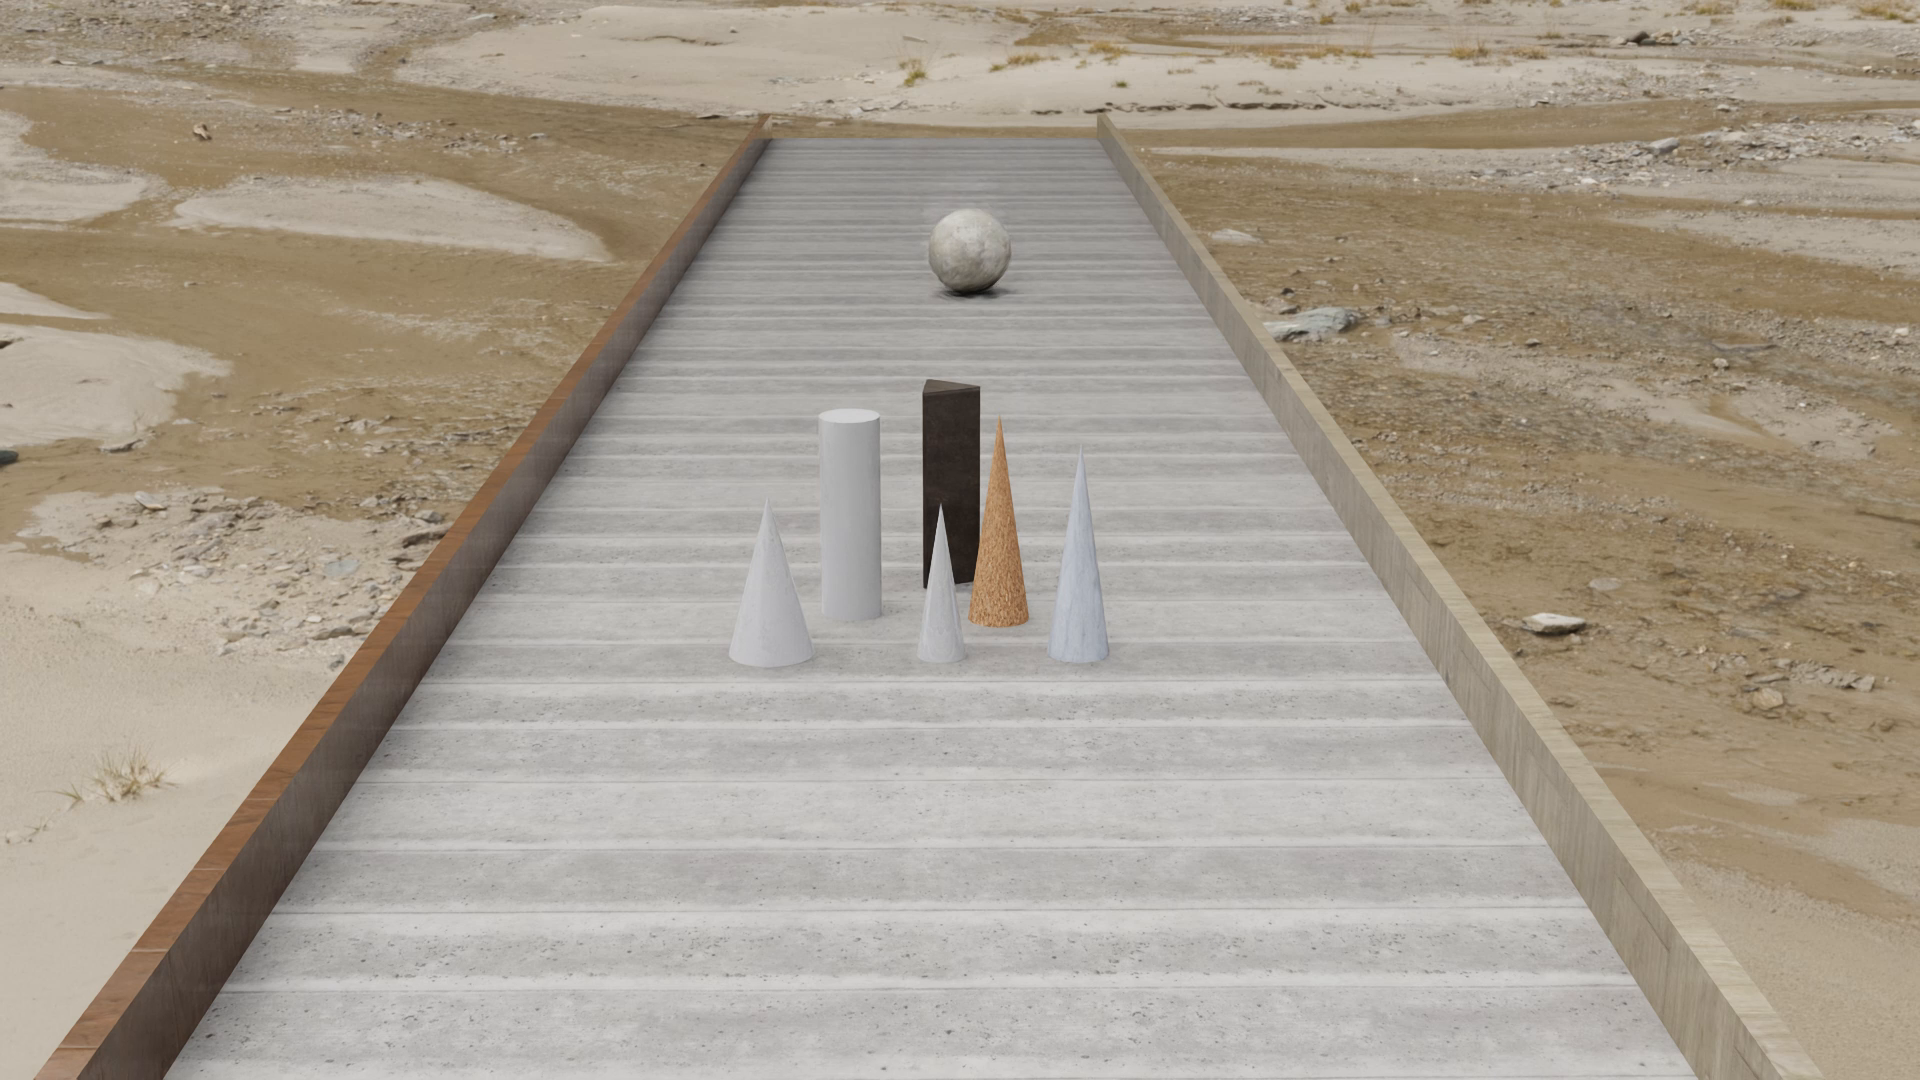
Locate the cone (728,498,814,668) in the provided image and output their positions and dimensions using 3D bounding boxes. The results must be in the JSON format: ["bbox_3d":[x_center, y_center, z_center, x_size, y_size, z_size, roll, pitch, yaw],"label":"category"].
[{"bbox_3d":[-0.381,0.069,4.412,0.175,0.332,0.175,0,17,0],"label":"cone"}]

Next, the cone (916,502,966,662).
[{"bbox_3d":[-0.038,0.078,4.401,0.100,0.322,0.100,0,17,0],"label":"cone"}]

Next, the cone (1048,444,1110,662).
[{"bbox_3d":[0.240,0.016,4.399,0.126,0.440,0.126,0,17,0],"label":"cone"}]

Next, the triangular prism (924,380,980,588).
[{"bbox_3d":[-0.043,-0.129,4.884,0.138,0.443,0.119,-8,18,-26],"label":"triangular prism"}]

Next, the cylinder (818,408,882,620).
[{"bbox_3d":[-0.231,-0.053,4.651,0.129,0.430,0.129,0,17,0],"label":"cylinder"}]

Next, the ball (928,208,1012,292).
[{"bbox_3d":[0.036,-1.102,8.374,0.319,0.319,0.319,0,17,0],"label":"ball"}]

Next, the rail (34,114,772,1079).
[{"bbox_3d":[-1.118,-0.838,7.780,0.050,0.150,12.000,0,17,-1],"label":"rail"}]

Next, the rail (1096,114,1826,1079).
[{"bbox_3d":[0.932,-0.844,7.801,0.050,0.150,12.000,0,17,-1],"label":"rail"}]

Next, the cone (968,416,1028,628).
[{"bbox_3d":[0.082,-0.050,4.608,0.130,0.449,0.130,0,17,0],"label":"cone"}]
